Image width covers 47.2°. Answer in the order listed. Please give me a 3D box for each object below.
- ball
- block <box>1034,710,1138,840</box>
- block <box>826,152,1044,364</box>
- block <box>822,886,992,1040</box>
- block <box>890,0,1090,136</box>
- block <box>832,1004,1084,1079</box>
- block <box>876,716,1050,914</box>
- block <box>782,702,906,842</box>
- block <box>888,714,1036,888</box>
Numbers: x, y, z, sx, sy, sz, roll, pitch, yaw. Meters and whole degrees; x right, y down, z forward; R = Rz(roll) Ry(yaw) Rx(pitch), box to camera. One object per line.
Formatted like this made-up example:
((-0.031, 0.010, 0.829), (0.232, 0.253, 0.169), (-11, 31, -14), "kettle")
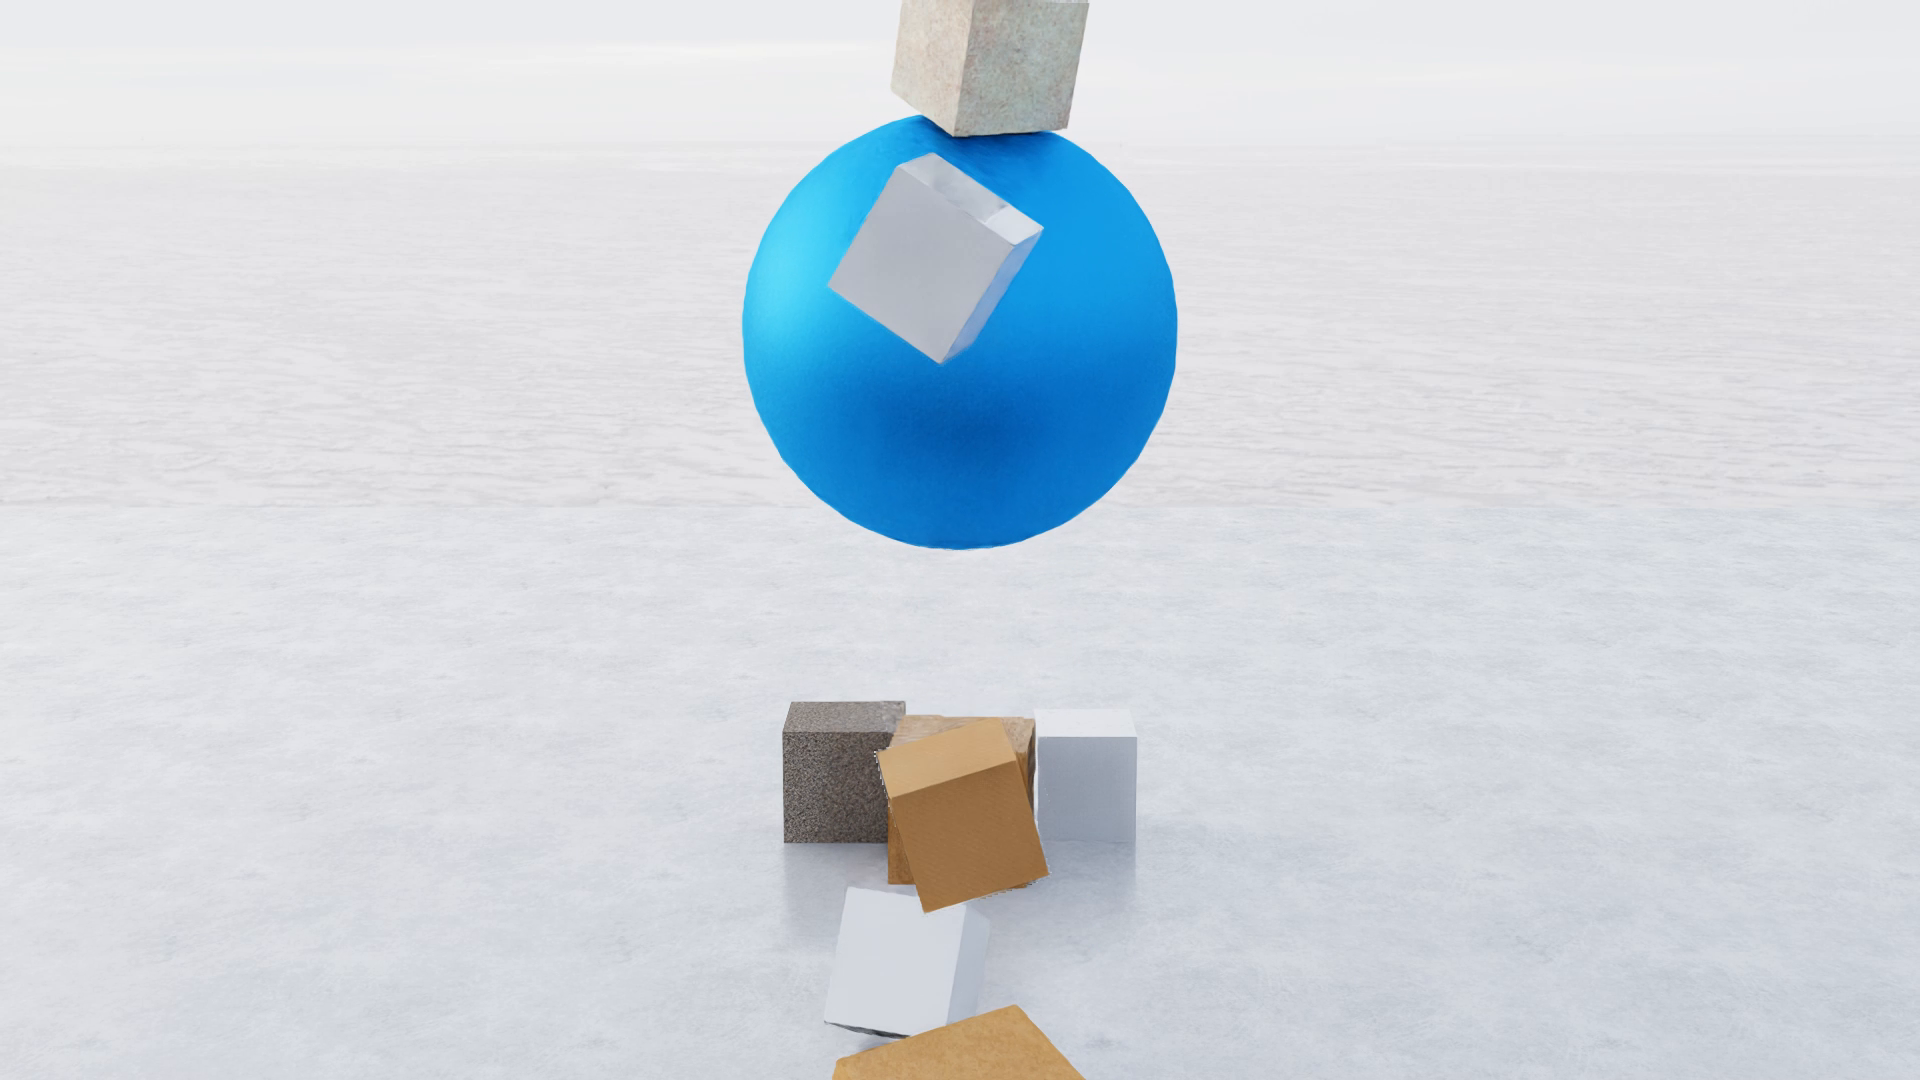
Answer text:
((0.000, -0.761, 8.072), (1.600, 1.600, 1.600), (0, 10, 0), "ball")
((0.641, 1.210, 11.382), (0.502, 0.547, 0.541), (0, 10, 0), "block")
((-0.073, -0.894, 6.941), (0.436, 0.449, 0.372), (35, 23, 5), "block")
((-0.196, 1.660, 8.498), (0.472, 0.511, 0.465), (6, -16, 15), "block")
((0.099, -1.731, 7.681), (0.471, 0.478, 0.451), (-10, 35, -30), "block")
((0.009, 1.933, 6.841), (0.707, 0.561, 0.601), (-8, 36, -38), "block")
((0.005, 0.799, 6.432), (0.378, 0.381, 0.333), (-17, 19, -3), "block")
((-0.591, 1.193, 11.378), (0.601, 0.581, 0.607), (0, 10, 0), "block")
((0.016, 1.266, 10.738), (0.661, 0.667, 0.635), (1, 10, 5), "block")
